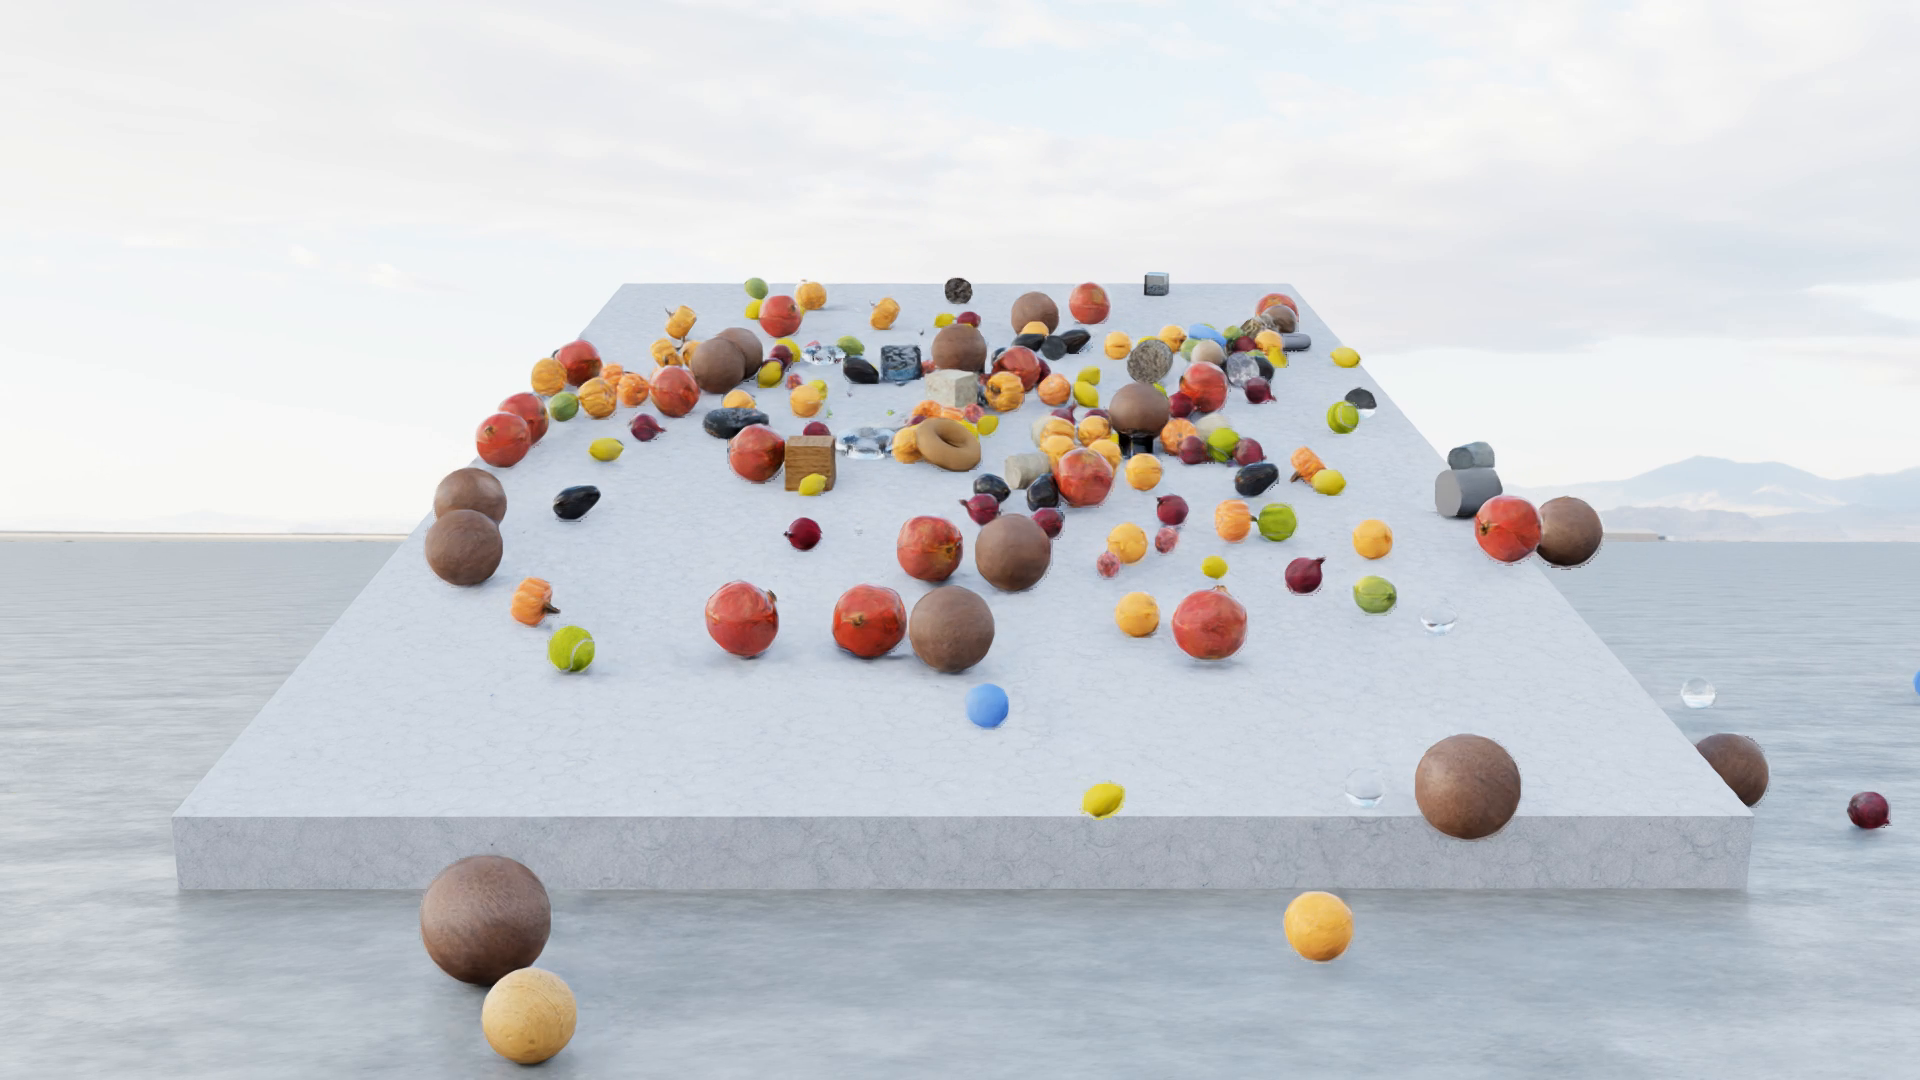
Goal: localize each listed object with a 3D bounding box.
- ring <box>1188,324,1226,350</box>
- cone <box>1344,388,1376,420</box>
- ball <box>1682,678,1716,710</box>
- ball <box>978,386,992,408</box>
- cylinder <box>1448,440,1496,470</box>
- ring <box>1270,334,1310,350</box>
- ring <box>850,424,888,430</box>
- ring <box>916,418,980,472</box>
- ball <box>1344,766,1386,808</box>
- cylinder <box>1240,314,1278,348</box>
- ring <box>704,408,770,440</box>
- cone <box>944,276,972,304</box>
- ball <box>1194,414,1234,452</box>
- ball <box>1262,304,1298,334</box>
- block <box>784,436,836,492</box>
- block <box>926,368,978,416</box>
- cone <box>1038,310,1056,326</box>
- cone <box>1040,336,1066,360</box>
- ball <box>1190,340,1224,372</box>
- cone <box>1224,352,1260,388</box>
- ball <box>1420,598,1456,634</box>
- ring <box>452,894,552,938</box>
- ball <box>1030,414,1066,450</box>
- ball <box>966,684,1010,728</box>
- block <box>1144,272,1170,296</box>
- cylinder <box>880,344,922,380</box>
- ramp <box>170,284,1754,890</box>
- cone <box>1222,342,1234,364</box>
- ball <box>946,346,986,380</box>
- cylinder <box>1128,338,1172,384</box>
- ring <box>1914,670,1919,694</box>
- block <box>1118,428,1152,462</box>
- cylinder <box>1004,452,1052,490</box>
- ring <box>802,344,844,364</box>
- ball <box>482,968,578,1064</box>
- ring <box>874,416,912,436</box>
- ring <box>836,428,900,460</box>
[{"bbox_3d":[0.625,-0.501,5.552,0.116,0.039,0.116,34,-7,5],"label":"ring"},{"bbox_3d":[0.889,-0.295,4.947,0.072,0.072,0.072,0,-10,0],"label":"cone"},{"bbox_3d":[1.910,0.397,5.719,0.084,0.084,0.084,0,0,0],"label":"ball"},{"bbox_3d":[0.048,-0.326,5.017,0.050,0.050,0.050,0,0,0],"label":"ball"},{"bbox_3d":[1.192,-0.186,5.153,0.078,0.078,0.078,-15,10,-39],"label":"cylinder"},{"bbox_3d":[0.849,-0.508,5.675,0.103,0.034,0.103,-1,15,0],"label":"ring"},{"bbox_3d":[-0.197,-0.227,4.712,0.093,0.031,0.093,0,15,0],"label":"ring"},{"bbox_3d":[-0.024,-0.194,4.491,0.146,0.049,0.146,21,32,-14],"label":"ring"},{"bbox_3d":[0.515,0.315,2.814,0.053,0.053,0.053,0,0,0],"label":"ball"},{"bbox_3d":[0.770,-0.538,5.693,0.075,0.075,0.075,0,17,35],"label":"cylinder"},{"bbox_3d":[-0.482,-0.252,4.768,0.143,0.048,0.143,1,16,0],"label":"ring"},{"bbox_3d":[-0.014,-0.701,6.329,0.083,0.083,0.083,0,-11,-13],"label":"cone"},{"bbox_3d":[0.529,-0.222,4.609,0.081,0.081,0.081,0,0,0],"label":"ball"},{"bbox_3d":[0.829,-0.564,5.752,0.097,0.097,0.097,0,0,0],"label":"ball"},{"bbox_3d":[-0.294,-0.151,4.346,0.090,0.090,0.090,1,16,3],"label":"block"},{"bbox_3d":[-0.020,-0.333,4.981,0.084,0.084,0.084,12,20,36],"label":"block"},{"bbox_3d":[0.241,-0.594,5.987,0.050,0.050,0.050,0,-11,13],"label":"cone"},{"bbox_3d":[0.226,-0.474,5.564,0.066,0.066,0.066,0,-11,-14],"label":"cone"},{"bbox_3d":[0.581,-0.432,5.193,0.078,0.078,0.078,0,0,0],"label":"ball"},{"bbox_3d":[0.651,-0.391,5.261,0.090,0.090,0.090,0,-12,-22],"label":"cone"},{"bbox_3d":[0.752,0.120,3.479,0.056,0.056,0.056,0,0,0],"label":"ball"},{"bbox_3d":[-0.520,0.427,2.513,0.111,0.037,0.111,3,0,0],"label":"ring"},{"bbox_3d":[0.185,-0.225,4.627,0.076,0.076,0.076,0,0,0],"label":"ball"},{"bbox_3d":[0.038,0.231,3.085,0.062,0.062,0.062,0,0,0],"label":"ball"},{"bbox_3d":[0.573,-0.746,6.444,0.060,0.060,0.060,6,17,19],"label":"block"},{"bbox_3d":[-0.142,-0.426,5.301,0.083,0.083,0.083,-3,1,-13],"label":"cylinder"},{"bbox_3d":[-0.002,-0.163,4.726,2.000,0.100,4.000,0,16,0],"label":"ramp"},{"bbox_3d":[0.666,-0.470,5.508,0.053,0.053,0.053,0,16,0],"label":"cone"},{"bbox_3d":[0.013,-0.411,5.231,0.093,0.093,0.093,0,0,0],"label":"ball"},{"bbox_3d":[0.454,-0.426,5.284,0.094,0.094,0.094,0,16,16],"label":"cylinder"},{"bbox_3d":[2.657,0.390,6.045,0.032,0.097,0.097,-2,1,-43],"label":"ring"},{"bbox_3d":[0.362,-0.196,4.570,0.052,0.052,0.052,-8,18,-25],"label":"block"},{"bbox_3d":[0.133,-0.136,4.330,0.069,0.069,0.069,-7,3,-25],"label":"cylinder"},{"bbox_3d":[-0.342,-0.461,5.507,0.108,0.036,0.108,1,16,0],"label":"ring"},{"bbox_3d":[-0.367,0.406,1.889,0.081,0.081,0.081,0,0,0],"label":"ball"},{"bbox_3d":[-0.146,-0.247,4.784,0.086,0.029,0.086,-1,18,0],"label":"ring"},{"bbox_3d":[-0.194,-0.201,4.595,0.143,0.048,0.143,1,15,0],"label":"ring"}]
